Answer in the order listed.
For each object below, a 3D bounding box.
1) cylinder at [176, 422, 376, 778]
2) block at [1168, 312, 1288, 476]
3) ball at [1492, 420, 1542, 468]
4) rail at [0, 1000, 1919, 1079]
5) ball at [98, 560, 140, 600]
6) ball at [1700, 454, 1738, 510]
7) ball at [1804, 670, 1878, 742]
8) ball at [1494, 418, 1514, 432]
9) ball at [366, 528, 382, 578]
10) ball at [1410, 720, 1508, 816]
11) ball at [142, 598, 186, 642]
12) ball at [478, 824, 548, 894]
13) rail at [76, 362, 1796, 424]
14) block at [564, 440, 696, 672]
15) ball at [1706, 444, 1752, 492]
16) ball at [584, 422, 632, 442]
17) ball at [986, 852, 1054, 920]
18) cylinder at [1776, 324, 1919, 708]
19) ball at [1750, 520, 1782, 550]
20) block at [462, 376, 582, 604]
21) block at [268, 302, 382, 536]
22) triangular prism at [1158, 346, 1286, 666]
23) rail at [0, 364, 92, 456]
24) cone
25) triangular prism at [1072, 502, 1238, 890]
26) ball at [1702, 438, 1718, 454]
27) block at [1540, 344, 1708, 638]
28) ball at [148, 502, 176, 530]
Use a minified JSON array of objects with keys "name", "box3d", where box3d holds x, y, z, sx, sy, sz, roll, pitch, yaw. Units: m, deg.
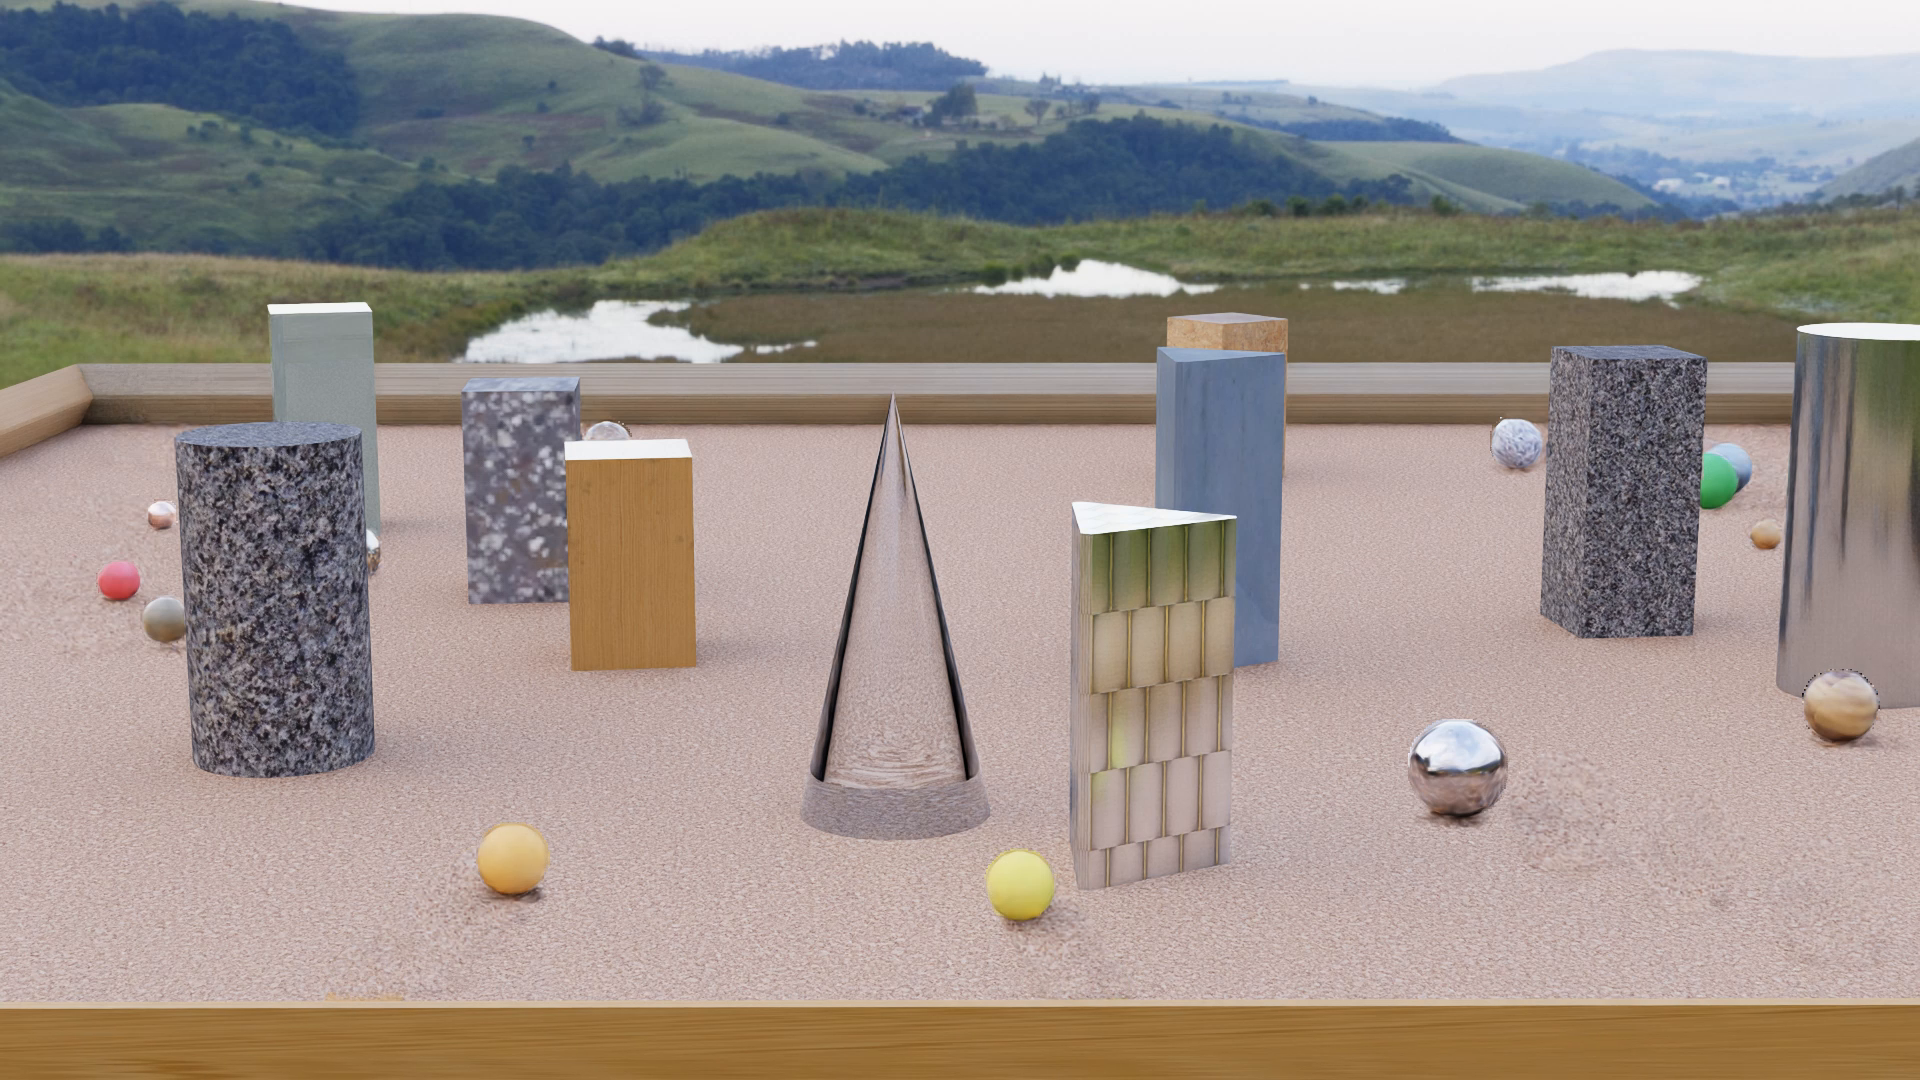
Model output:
[{"name":"cylinder","box3d":[-0.720,0.059,2.703,0.188,0.344,0.188,0,11,0]},{"name":"block","box3d":[0.472,-0.254,4.554,0.150,0.280,0.150,-7,13,-34]},{"name":"ball","box3d":[1.009,-0.174,4.645,0.089,0.089,0.089,0,11,0]},{"name":"rail","box3d":[0.010,0.357,1.704,3.563,0.122,0.045,0,11,0]},{"name":"ball","box3d":[-1.150,0.056,3.510,0.054,0.054,0.054,0,11,0]},{"name":"ball","box3d":[1.233,-0.097,4.225,0.091,0.091,0.091,0,11,0]},{"name":"ball","box3d":[0.954,0.180,2.781,0.077,0.077,0.077,0,11,0]},{"name":"ball","box3d":[1.038,-0.197,4.842,0.063,0.063,0.063,0,11,0]},{"name":"ball","box3d":[-0.860,0.020,3.620,0.084,0.084,0.084,0,11,0]},{"name":"ball","box3d":[0.486,0.223,2.504,0.094,0.094,0.094,0,11,0]},{"name":"ball","box3d":[-0.996,0.100,3.218,0.057,0.057,0.057,0,11,0]},{"name":"ball","box3d":[-0.396,0.283,2.272,0.062,0.062,0.062,0,11,0]},{"name":"rail","box3d":[-0.010,-0.294,5.195,3.563,0.122,0.045,0,11,0]},{"name":"block","box3d":[-0.408,0.016,3.166,0.150,0.259,0.150,-2,11,-9]},{"name":"ball","box3d":[1.305,-0.121,4.369,0.086,0.086,0.086,0,11,0]},{"name":"ball","box3d":[-0.634,-0.168,4.616,0.089,0.089,0.089,0,11,0]},{"name":"ball","box3d":[0.052,0.297,2.203,0.059,0.059,0.059,0,11,0]},{"name":"cylinder","box3d":[1.058,-0.032,2.979,0.188,0.422,0.188,0,11,0]},{"name":"ball","box3d":[1.217,-0.007,3.872,0.045,0.045,0.045,0,11,0]},{"name":"block","box3d":[-0.601,-0.071,3.543,0.150,0.291,0.150,-1,11,-6]},{"name":"block","box3d":[-0.994,-0.188,4.012,0.150,0.349,0.150,-3,11,-16]},{"name":"triangular prism","box3d":[0.286,-0.041,3.144,0.163,0.379,0.141,-7,13,-33]},{"name":"rail","box3d":[-1.758,0.033,3.439,0.045,0.122,3.598,0,11,0]},{"name":"cone","box3d":[-0.064,0.062,2.485,0.188,0.418,0.188,0,11,0]},{"name":"triangular prism","box3d":[0.143,0.134,2.356,0.163,0.323,0.141,-6,12,-30]},{"name":"ball","box3d":[1.349,-0.157,4.646,0.055,0.055,0.055,0,11,0]},{"name":"block","box3d":[0.859,-0.065,3.330,0.150,0.358,0.150,-1,11,-7]},{"name":"ball","box3d":[-1.258,-0.039,4.043,0.044,0.044,0.044,0,11,0]}]
